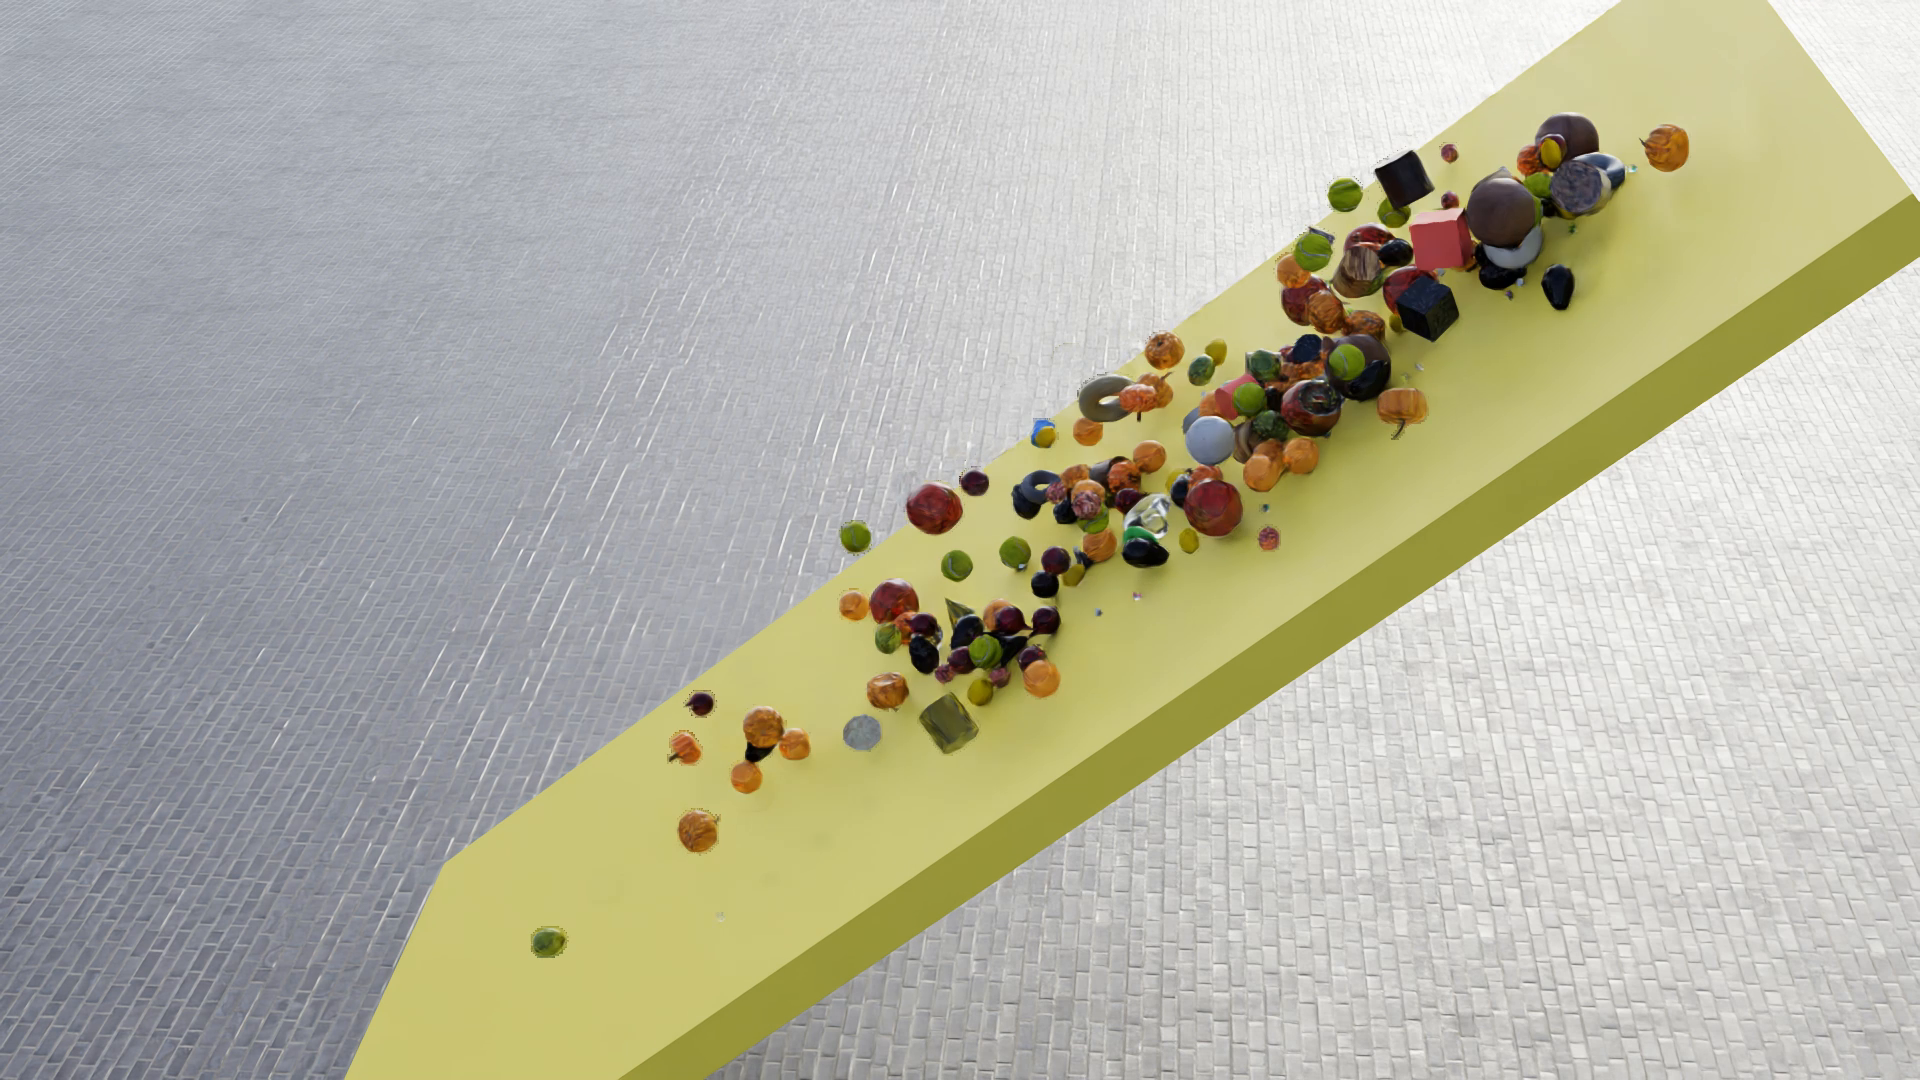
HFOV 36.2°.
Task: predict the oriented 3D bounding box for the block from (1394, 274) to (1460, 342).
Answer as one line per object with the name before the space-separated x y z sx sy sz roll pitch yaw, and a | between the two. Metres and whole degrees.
block | 0.889 -0.440 5.591 0.077 0.077 0.077 -45 47 -15

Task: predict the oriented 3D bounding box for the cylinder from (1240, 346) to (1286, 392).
cylinder | 0.639 -0.361 6.210 0.072 0.072 0.072 30 29 5

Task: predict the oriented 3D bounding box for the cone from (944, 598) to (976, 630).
cone | -0.013 0.149 6.442 0.068 0.068 0.068 -38 16 13

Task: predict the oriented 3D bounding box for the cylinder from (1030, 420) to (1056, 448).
cylinder | 0.198 -0.253 7.019 0.051 0.051 0.051 7 67 15

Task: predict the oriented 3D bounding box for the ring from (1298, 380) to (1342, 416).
ring | 0.681 -0.268 5.568 0.086 0.086 0.029 7 52 16

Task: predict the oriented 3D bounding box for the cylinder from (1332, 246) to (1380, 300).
cylinder | 0.800 -0.540 5.941 0.079 0.079 0.079 4 66 -9

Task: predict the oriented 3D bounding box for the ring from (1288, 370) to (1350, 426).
ring | 0.723 -0.286 5.918 0.143 0.048 0.143 -35 18 13

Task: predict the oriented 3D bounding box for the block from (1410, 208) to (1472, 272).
block | 0.951 -0.594 5.810 0.094 0.094 0.094 -5 19 24

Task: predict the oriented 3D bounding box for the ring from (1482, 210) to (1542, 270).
ring | 1.069 -0.582 5.696 0.117 0.117 0.039 7 -2 16

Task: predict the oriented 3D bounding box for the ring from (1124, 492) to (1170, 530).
ring | 0.388 -0.055 6.103 0.113 0.038 0.113 -37 17 13

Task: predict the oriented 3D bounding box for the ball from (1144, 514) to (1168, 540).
ball | 0.398 -0.027 5.977 0.051 0.051 0.051 0 24 0

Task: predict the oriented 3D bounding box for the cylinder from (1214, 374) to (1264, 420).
cylinder | 0.561 -0.288 5.916 0.069 0.069 0.069 -29 34 -22

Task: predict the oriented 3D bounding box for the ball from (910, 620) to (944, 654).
ball | -0.072 0.213 6.400 0.073 0.073 0.073 0 24 0

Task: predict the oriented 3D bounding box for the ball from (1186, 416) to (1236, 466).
ball | 0.487 -0.193 5.710 0.098 0.098 0.098 0 24 0

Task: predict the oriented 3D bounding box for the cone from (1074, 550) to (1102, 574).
cone | 0.272 0.040 6.142 0.055 0.055 0.055 -15 24 0

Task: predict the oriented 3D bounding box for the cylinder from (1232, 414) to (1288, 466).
cylinder | 0.597 -0.200 5.888 0.088 0.088 0.088 -10 -4 -22

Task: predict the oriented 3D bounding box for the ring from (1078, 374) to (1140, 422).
ring | 0.332 -0.314 6.558 0.140 0.140 0.047 -4 52 -9

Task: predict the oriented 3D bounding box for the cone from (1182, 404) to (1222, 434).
cone | 0.529 -0.223 6.216 0.092 0.092 0.092 -8 40 -18

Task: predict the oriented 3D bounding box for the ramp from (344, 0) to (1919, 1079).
ramp | 0.120 0.185 6.341 4.000 0.100 2.000 -36 16 18

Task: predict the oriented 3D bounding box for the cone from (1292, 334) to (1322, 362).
cone | 0.715 -0.375 5.942 0.063 0.063 0.063 21 -9 39

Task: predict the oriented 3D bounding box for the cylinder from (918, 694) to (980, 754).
cylinder | -0.021 0.355 5.668 0.085 0.085 0.085 -23 68 -41

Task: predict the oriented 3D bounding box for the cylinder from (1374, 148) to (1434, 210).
cylinder | 0.934 -0.760 6.184 0.096 0.096 0.096 -29 8 4

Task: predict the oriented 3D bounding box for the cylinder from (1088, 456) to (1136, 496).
cylinder | 0.331 -0.140 6.400 0.073 0.073 0.073 -18 0 -35

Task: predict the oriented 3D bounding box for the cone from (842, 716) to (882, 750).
cone | -0.199 0.421 6.147 0.082 0.082 0.082 -3 59 4

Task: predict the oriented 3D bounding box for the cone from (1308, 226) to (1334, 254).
cone | 0.753 -0.645 6.225 0.057 0.057 0.057 -37 21 17

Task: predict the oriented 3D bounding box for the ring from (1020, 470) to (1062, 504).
ring | 0.176 -0.115 6.356 0.091 0.030 0.091 -6 45 6

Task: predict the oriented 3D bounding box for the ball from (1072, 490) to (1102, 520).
ball | 0.257 -0.071 5.963 0.061 0.061 0.061 0 24 0

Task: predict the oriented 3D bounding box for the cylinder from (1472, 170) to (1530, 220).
cylinder | 1.063 -0.669 5.785 0.084 0.084 0.084 -15 68 -31

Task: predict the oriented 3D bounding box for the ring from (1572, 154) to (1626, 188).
ring | 1.249 -0.723 5.783 0.118 0.039 0.118 -4 34 3
